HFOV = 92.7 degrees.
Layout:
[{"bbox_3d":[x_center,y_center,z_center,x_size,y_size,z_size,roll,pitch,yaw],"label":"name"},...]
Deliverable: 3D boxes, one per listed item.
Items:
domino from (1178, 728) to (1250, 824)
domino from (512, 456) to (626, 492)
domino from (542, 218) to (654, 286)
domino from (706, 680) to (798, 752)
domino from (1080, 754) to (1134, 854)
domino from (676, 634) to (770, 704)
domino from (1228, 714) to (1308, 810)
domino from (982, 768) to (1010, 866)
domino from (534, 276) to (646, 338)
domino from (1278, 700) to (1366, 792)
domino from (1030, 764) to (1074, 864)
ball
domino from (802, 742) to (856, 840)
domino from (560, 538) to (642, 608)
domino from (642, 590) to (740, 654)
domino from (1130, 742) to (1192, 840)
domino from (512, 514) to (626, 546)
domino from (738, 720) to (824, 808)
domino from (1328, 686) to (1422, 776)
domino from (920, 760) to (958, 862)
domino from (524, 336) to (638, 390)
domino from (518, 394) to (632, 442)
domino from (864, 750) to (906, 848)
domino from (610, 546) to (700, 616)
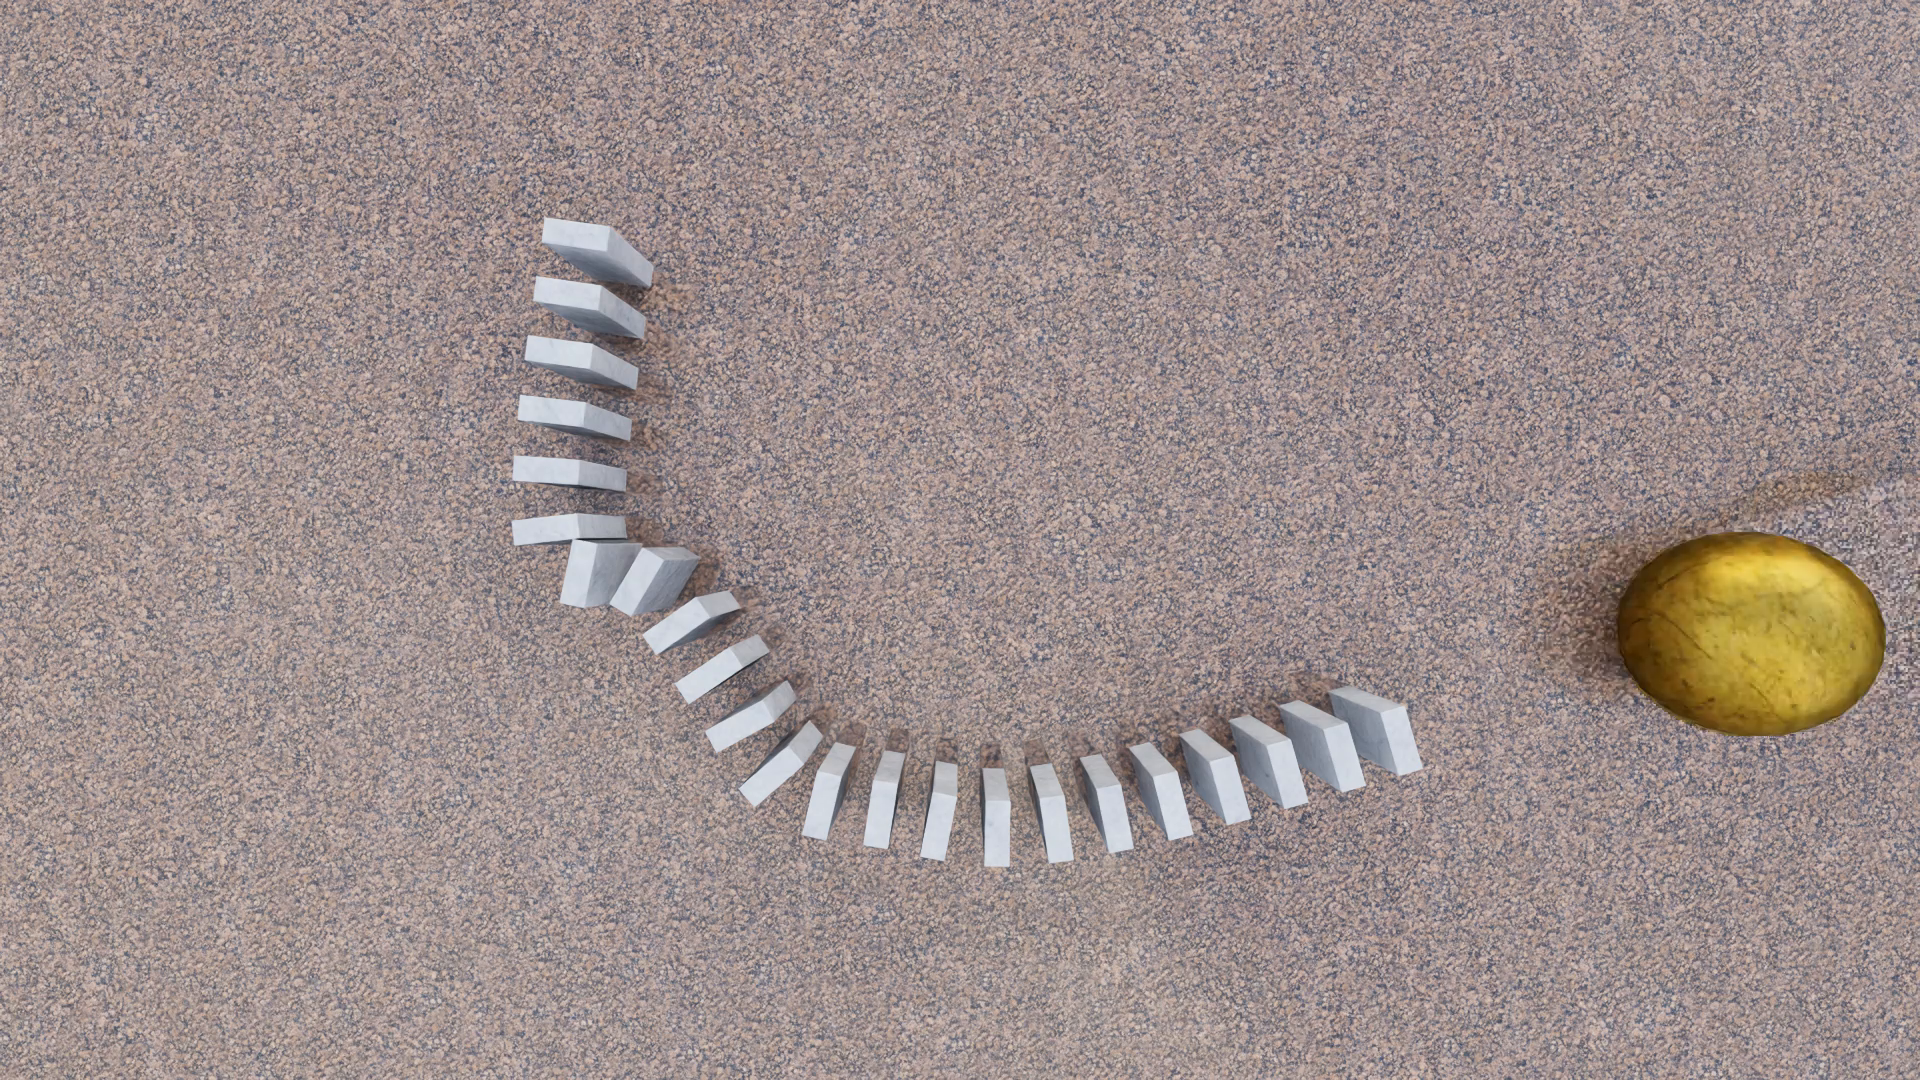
[{"bbox_3d":[0.103,0.096,0.375,0.009,0.050,0.025,-16,90,0],"label":"domino"},{"bbox_3d":[-0.158,-0.027,0.375,0.025,0.050,0.010,4,90,0],"label":"domino"},{"bbox_3d":[-0.147,-0.117,0.375,0.025,0.050,0.009,8,90,0],"label":"domino"},{"bbox_3d":[-0.084,0.071,0.375,0.025,0.050,0.009,-28,90,0],"label":"domino"},{"bbox_3d":[0.059,0.107,0.375,0.010,0.050,0.025,-11,90,0],"label":"domino"},{"bbox_3d":[-0.096,0.052,0.375,0.025,0.050,0.009,-34,90,0],"label":"domino"},{"bbox_3d":[0.125,0.090,0.375,0.010,0.050,0.025,-16,90,0],"label":"domino"},{"bbox_3d":[0.014,0.112,0.375,0.010,0.050,0.025,1,90,0],"label":"domino"},{"bbox_3d":[-0.150,-0.094,0.375,0.025,0.050,0.009,8,90,0],"label":"domino"},{"bbox_3d":[0.147,0.083,0.375,0.010,0.050,0.025,-16,90,0],"label":"domino"},{"bbox_3d":[0.037,0.111,0.375,0.009,0.050,0.025,-8,90,0],"label":"domino"},{"bbox_3d":[0.307,0.037,0.360,0.080,0.080,0.080,0,90,0],"label":"ball"},{"bbox_3d":[-0.053,0.102,0.375,0.010,0.050,0.025,13,90,0],"label":"domino"},{"bbox_3d":[-0.146,0.013,0.375,0.009,0.050,0.025,12,90,0],"label":"domino"},{"bbox_3d":[-0.109,0.033,0.375,0.025,0.050,0.009,-35,90,0],"label":"domino"},{"bbox_3d":[0.081,0.102,0.375,0.010,0.050,0.025,-14,90,0],"label":"domino"},{"bbox_3d":[-0.158,-0.004,0.375,0.025,0.050,0.010,-6,90,0],"label":"domino"},{"bbox_3d":[-0.072,0.090,0.375,0.025,0.050,0.009,-41,90,0],"label":"domino"},{"bbox_3d":[0.169,0.077,0.375,0.009,0.050,0.025,-16,90,0],"label":"domino"},{"bbox_3d":[-0.008,0.110,0.375,0.010,0.050,0.025,11,90,0],"label":"domino"},{"bbox_3d":[-0.153,-0.072,0.375,0.025,0.050,0.009,8,90,0],"label":"domino"},{"bbox_3d":[-0.156,-0.049,0.375,0.025,0.050,0.010,6,90,0],"label":"domino"},{"bbox_3d":[-0.030,0.105,0.375,0.009,0.050,0.025,9,90,0],"label":"domino"},{"bbox_3d":[-0.124,0.016,0.375,0.009,0.050,0.025,31,90,0],"label":"domino"}]
